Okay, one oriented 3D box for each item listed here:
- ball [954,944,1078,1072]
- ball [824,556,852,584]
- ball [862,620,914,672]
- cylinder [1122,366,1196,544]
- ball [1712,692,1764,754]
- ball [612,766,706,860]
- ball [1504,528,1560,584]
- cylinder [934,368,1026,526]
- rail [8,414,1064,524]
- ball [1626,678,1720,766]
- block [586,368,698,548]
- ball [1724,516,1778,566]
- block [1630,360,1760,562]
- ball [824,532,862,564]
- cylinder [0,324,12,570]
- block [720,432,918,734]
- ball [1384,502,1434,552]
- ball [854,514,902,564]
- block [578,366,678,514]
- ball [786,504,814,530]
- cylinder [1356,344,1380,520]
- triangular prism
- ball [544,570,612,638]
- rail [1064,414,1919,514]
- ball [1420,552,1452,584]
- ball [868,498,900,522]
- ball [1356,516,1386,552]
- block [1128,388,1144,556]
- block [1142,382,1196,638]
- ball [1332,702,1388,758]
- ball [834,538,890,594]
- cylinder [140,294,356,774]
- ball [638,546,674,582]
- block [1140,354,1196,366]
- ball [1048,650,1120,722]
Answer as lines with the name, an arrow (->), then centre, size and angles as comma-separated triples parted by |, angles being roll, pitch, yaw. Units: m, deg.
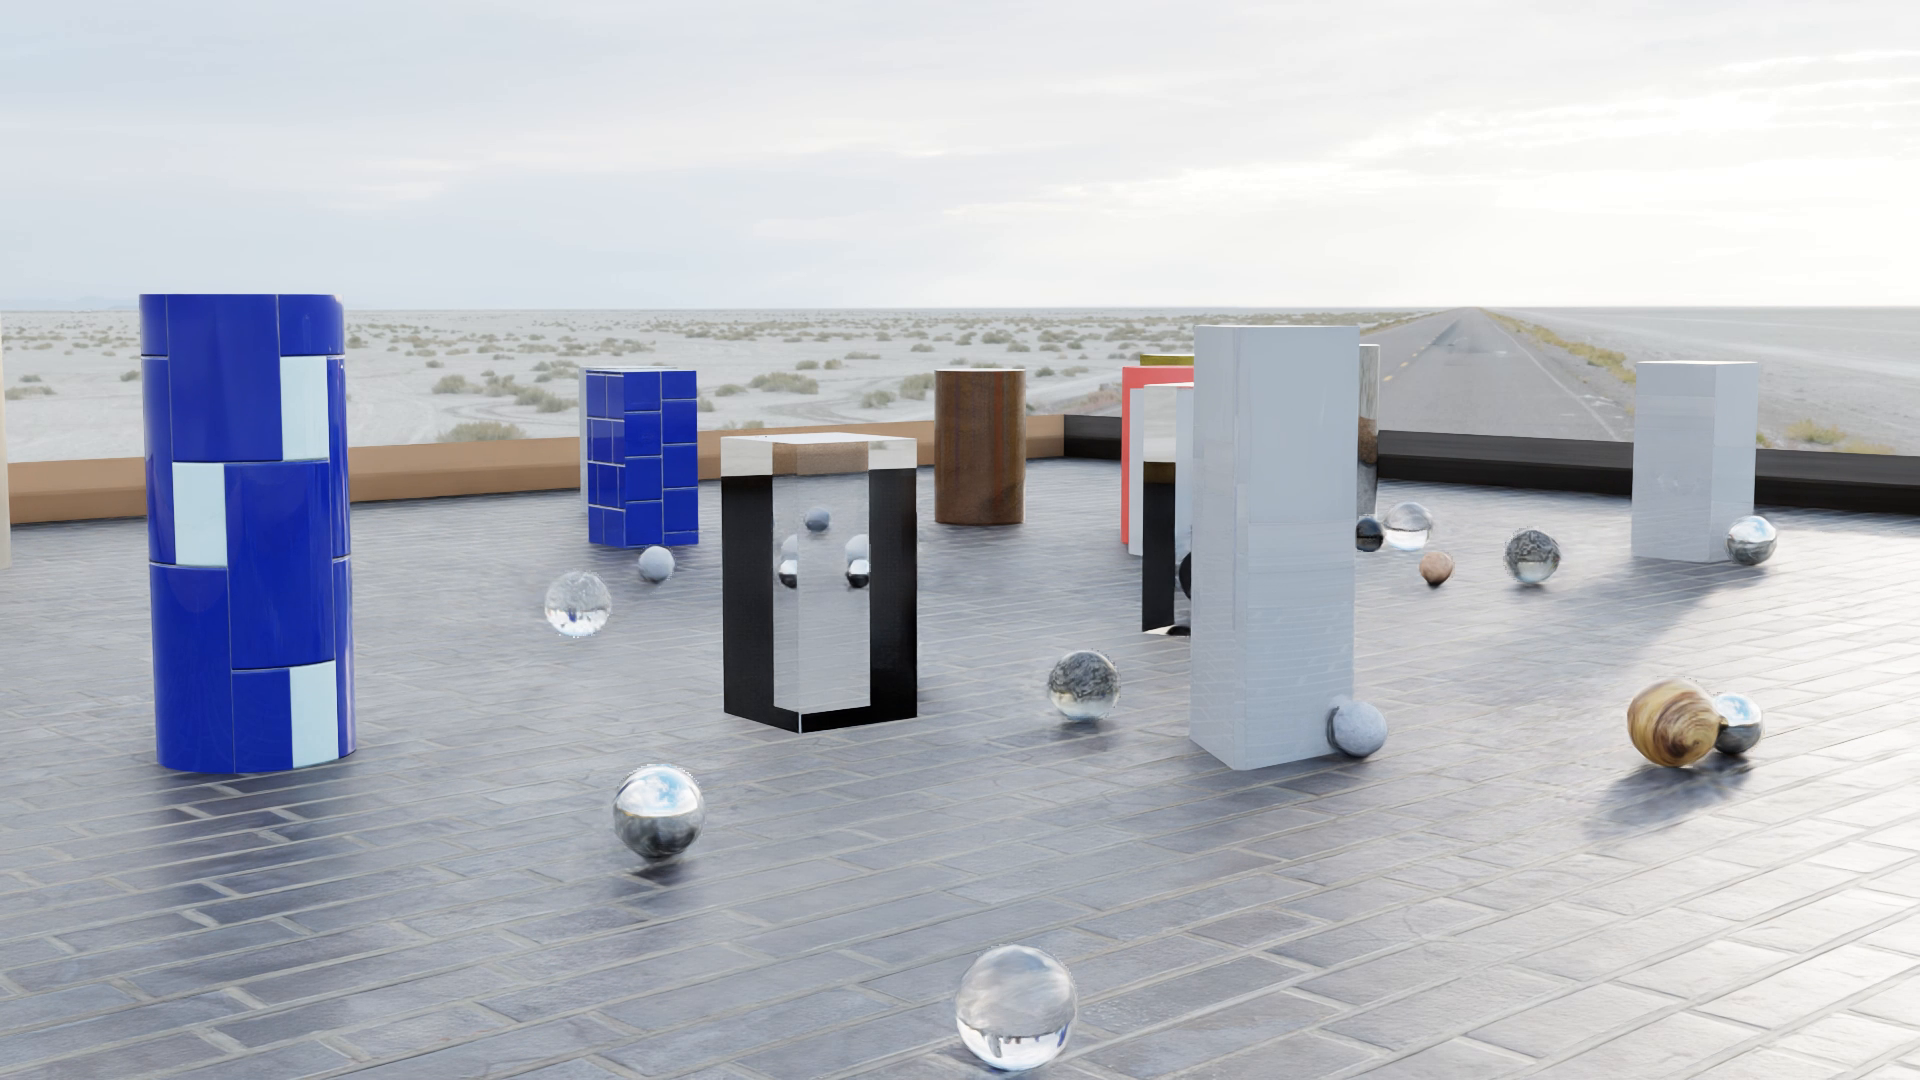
ball -> 0.033, 0.274, 1.290 | 0.073, 0.073, 0.073 | 0, 6, 0
ball -> -0.198, 0.048, 3.570 | 0.046, 0.046, 0.046 | 0, 6, 0
ball -> -0.089, 0.131, 2.697 | 0.064, 0.064, 0.064 | 0, 6, 0
cylinder -> 0.405, -0.163, 4.201 | 0.192, 0.334, 0.192 | 0, 6, 0
ball -> 0.773, 0.184, 2.203 | 0.061, 0.061, 0.061 | 0, 6, 0
ball -> -0.244, 0.221, 1.785 | 0.075, 0.075, 0.075 | 0, 6, 0
ball -> 0.931, 0.026, 3.577 | 0.088, 0.088, 0.088 | 0, 6, 0
cylinder -> 0.042, -0.197, 4.601 | 0.192, 0.317, 0.192 | 0, 6, 0
rail -> -1.506, -0.139, 4.956 | 4.999, 0.124, 0.045 | -6, 8, -42
ball -> 0.694, 0.178, 2.143 | 0.087, 0.087, 0.087 | 0, 6, 0
block -> -0.604, -0.158, 4.177 | 0.153, 0.328, 0.153 | -4, 7, -36
ball -> 1.373, 0.001, 3.819 | 0.087, 0.087, 0.087 | 0, 6, 0
block -> 1.320, -0.145, 3.952 | 0.153, 0.349, 0.153 | -6, 8, -43
ball -> -0.202, 0.017, 3.782 | 0.064, 0.064, 0.064 | 0, 6, 0
cylinder -> -1.735, -0.181, 3.758 | 0.192, 0.461, 0.192 | 0, 6, 0
block -> -0.154, 0.041, 2.401 | 0.153, 0.305, 0.153 | -5, 8, -37
ball -> 0.823, -0.025, 4.041 | 0.091, 0.091, 0.091 | 0, 6, 0
ball -> -0.144, -0.002, 3.842 | 0.087, 0.087, 0.087 | 0, 6, 0
block -> -0.722, -0.218, 4.798 | 0.153, 0.318, 0.153 | -6, 8, -43
ball -> -0.322, -0.046, 4.426 | 0.053, 0.053, 0.053 | 0, 6, 0
cylinder -> 0.753, -0.211, 4.473 | 0.192, 0.371, 0.192 | 0, 6, 0
triangular prism -> 0.288, -0.001, 2.212 | 0.166, 0.427, 0.144 | -5, 8, -40
ball -> -0.519, 0.087, 2.988 | 0.090, 0.090, 0.090 | 0, 6, 0
rail -> 1.819, -0.143, 5.002 | 0.045, 0.124, 4.490 | -6, 8, -42
ball -> 0.772, 0.045, 3.567 | 0.052, 0.052, 0.052 | 0, 6, 0
ball -> -0.155, -0.054, 4.441 | 0.066, 0.066, 0.066 | 0, 6, 0
ball -> 0.747, -0.010, 4.023 | 0.065, 0.065, 0.065 | 0, 6, 0
block -> 0.413, -0.122, 3.968 | 0.153, 0.300, 0.153 | -3, 7, -30
block -> 0.358, -0.044, 3.031 | 0.153, 0.341, 0.153 | 4, 7, 36
ball -> 0.397, 0.189, 2.189 | 0.055, 0.055, 0.055 | 0, 6, 0
ball -> -0.153, 0.041, 3.434 | 0.088, 0.088, 0.088 | 0, 6, 0
cylinder -> -0.705, -0.013, 2.184 | 0.192, 0.458, 0.192 | 0, 6, 0
ball -> -0.496, 0.039, 3.597 | 0.058, 0.058, 0.058 | 0, 6, 0
block -> 0.478, -0.210, 4.569 | 0.153, 0.349, 0.153 | -3, 7, -26
ball -> 0.134, 0.158, 2.375 | 0.077, 0.077, 0.077 | 0, 6, 0
